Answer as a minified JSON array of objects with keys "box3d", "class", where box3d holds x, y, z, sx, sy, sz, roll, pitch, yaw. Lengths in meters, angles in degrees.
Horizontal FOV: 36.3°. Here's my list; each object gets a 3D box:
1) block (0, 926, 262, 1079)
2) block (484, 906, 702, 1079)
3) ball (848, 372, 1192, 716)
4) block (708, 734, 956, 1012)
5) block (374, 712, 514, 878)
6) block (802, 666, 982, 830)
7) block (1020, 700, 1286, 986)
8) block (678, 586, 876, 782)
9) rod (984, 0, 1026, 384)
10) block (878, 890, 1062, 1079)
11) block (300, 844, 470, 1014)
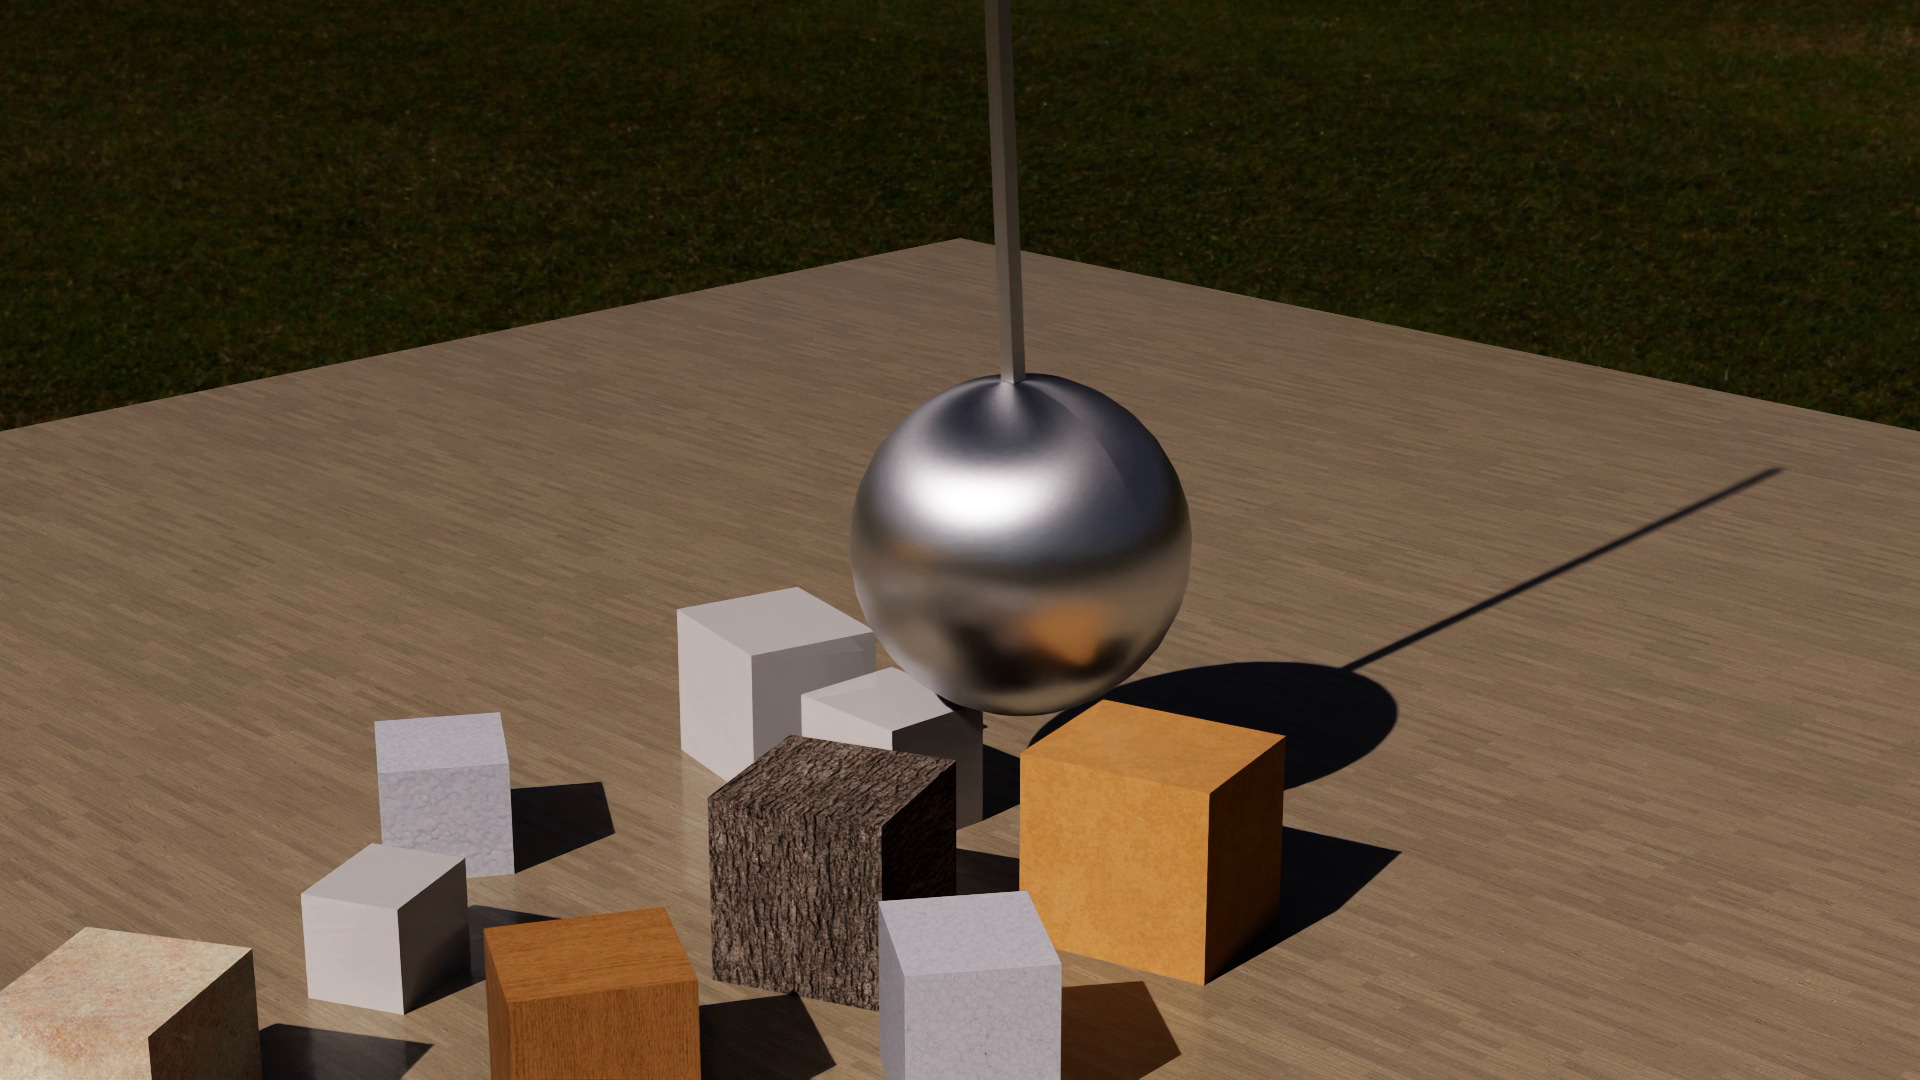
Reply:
[{"box3d":[-3.107,1.962,10.899,0.706,0.721,0.752,5,18,15],"class":"block"},{"box3d":[-1.415,1.884,11.264,0.713,0.651,0.672,-5,18,-15],"class":"block"},{"box3d":[0.281,0.020,13.642,1.600,1.600,1.600,0,17,0],"class":"ball"},{"box3d":[-0.532,1.404,12.491,0.791,0.832,0.783,7,19,22],"class":"block"},{"box3d":[-2.401,1.194,13.634,0.586,0.547,0.662,-4,18,-11],"class":"block"},{"box3d":[-0.324,1.042,14.014,0.572,0.610,0.656,-15,23,-40],"class":"block"},{"box3d":[0.836,1.297,12.761,0.895,0.873,0.759,10,20,29],"class":"block"},{"box3d":[-0.918,0.757,14.677,0.687,0.754,0.808,-10,20,-30],"class":"block"},{"box3d":[0.122,-3.169,12.473,0.080,5.200,0.080,17,28,42],"class":"rod"},{"box3d":[0.030,1.832,11.382,0.598,0.679,0.677,-3,18,-9],"class":"block"},{"box3d":[-2.413,1.633,12.360,0.454,0.474,0.560,6,19,19],"class":"block"}]
